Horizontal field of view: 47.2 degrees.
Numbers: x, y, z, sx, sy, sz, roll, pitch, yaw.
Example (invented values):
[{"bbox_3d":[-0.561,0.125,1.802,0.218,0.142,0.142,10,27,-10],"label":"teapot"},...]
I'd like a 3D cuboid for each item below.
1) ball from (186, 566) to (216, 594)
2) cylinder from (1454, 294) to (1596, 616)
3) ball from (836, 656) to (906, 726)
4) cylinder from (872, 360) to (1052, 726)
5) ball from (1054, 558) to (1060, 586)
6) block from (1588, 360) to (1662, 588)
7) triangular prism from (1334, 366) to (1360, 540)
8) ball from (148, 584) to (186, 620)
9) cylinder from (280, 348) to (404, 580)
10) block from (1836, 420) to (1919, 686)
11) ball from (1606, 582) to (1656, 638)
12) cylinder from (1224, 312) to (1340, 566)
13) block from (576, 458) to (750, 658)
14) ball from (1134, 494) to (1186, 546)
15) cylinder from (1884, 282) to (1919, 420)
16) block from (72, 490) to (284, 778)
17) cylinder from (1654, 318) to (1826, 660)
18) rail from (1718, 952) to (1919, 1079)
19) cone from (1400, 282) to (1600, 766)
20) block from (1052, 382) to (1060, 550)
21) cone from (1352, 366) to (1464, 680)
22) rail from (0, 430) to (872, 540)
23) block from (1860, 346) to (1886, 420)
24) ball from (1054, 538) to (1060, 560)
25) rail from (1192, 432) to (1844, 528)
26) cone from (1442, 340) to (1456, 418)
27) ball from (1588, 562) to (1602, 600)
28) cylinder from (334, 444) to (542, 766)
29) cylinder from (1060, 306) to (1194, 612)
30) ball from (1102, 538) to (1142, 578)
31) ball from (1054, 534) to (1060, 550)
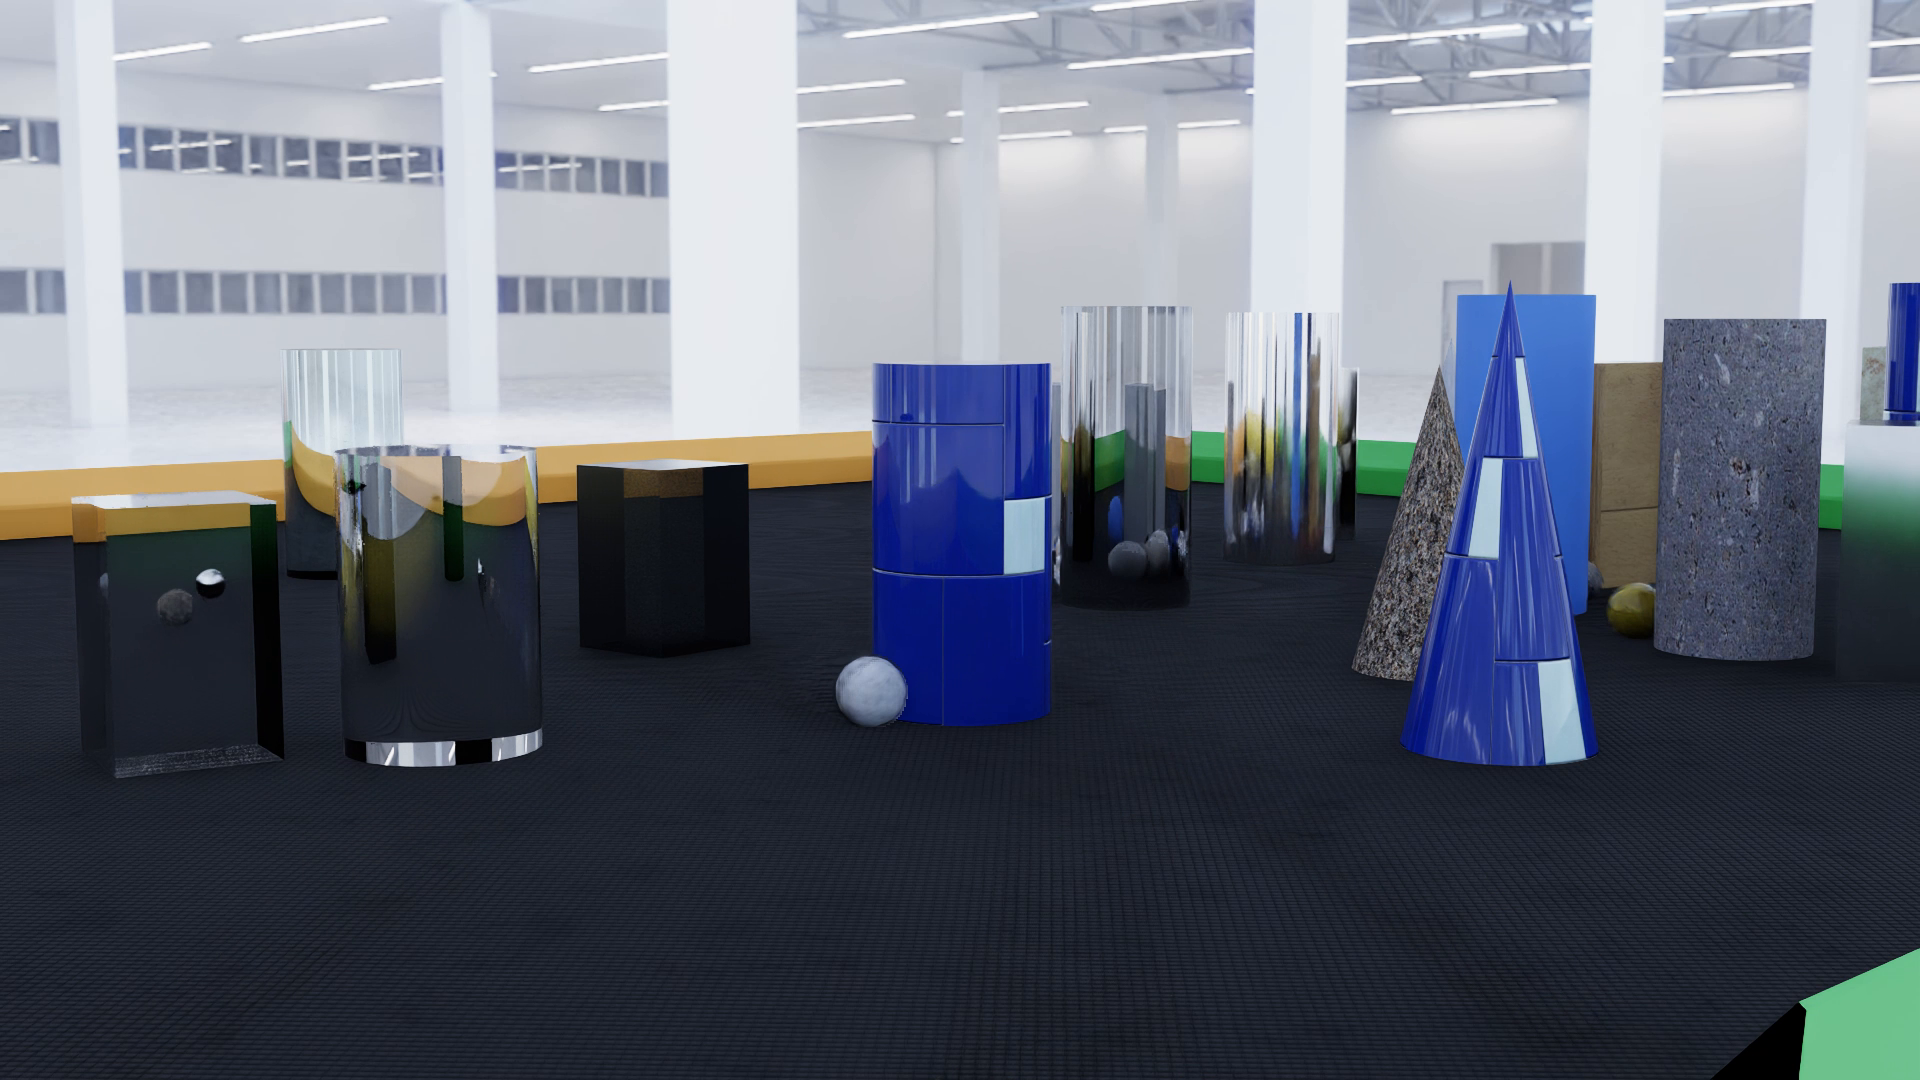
[{"bbox_3d":[-1.200,0.062,3.474,0.046,0.046,0.046,0,6,0],"label":"ball"},{"bbox_3d":[0.839,-0.130,3.283,0.200,0.468,0.200,0,6,0],"label":"cylinder"},{"bbox_3d":[-0.096,0.163,2.365,0.076,0.076,0.076,0,6,0],"label":"ball"},{"bbox_3d":[0.002,-0.003,2.447,0.200,0.388,0.200,0,6,0],"label":"cylinder"},{"bbox_3d":[0.182,0.050,3.490,0.068,0.068,0.068,0,6,0],"label":"ball"},{"bbox_3d":[1.048,-0.113,3.626,0.160,0.362,0.160,-4,7,-34],"label":"block"},{"bbox_3d":[0.686,-0.175,4.349,0.173,0.336,0.150,0,6,0],"label":"triangular prism"},{"bbox_3d":[-1.145,0.090,3.174,0.052,0.052,0.052,0,6,0],"label":"ball"},{"bbox_3d":[-1.045,-0.133,3.733,0.200,0.380,0.200,0,6,0],"label":"cylinder"},{"bbox_3d":[1.165,0.012,2.687,0.160,0.309,0.160,3,6,24],"label":"block"},{"bbox_3d":[0.922,0.096,3.001,0.077,0.077,0.077,0,6,0],"label":"ball"},{"bbox_3d":[0.574,-0.185,3.936,0.200,0.442,0.200,0,6,0],"label":"cylinder"},{"bbox_3d":[-0.394,0.020,2.927,0.160,0.243,0.160,5,8,39],"label":"block"},{"bbox_3d":[0.379,-0.038,4.178,0.100,0.100,0.100,0,6,0],"label":"ball"},{"bbox_3d":[1.422,-0.123,3.136,0.200,0.484,0.200,0,6,0],"label":"cylinder"},{"bbox_3d":[-0.783,0.088,2.199,0.160,0.259,0.160,-4,7,-32],"label":"block"},{"bbox_3d":[1.022,-0.072,2.887,0.200,0.434,0.200,0,6,0],"label":"cylinder"},{"bbox_3d":[1.326,0.183,1.902,4.249,0.130,0.045,-5,8,-42],"label":"rail"},{"bbox_3d":[0.553,-0.025,2.236,0.200,0.477,0.200,0,6,0],"label":"cone"},{"bbox_3d":[0.215,-0.144,4.196,0.160,0.308,0.160,-3,7,-26],"label":"block"},{"bbox_3d":[0.590,-0.028,2.726,0.200,0.380,0.200,0,6,0],"label":"cone"},{"bbox_3d":[-1.326,-0.115,4.761,4.249,0.130,0.045,-5,8,-42],"label":"rail"},{"bbox_3d":[1.551,-0.118,3.555,0.160,0.387,0.160,4,7,32],"label":"block"},{"bbox_3d":[0.202,0.018,3.718,0.083,0.083,0.083,0,6,0],"label":"ball"},{"bbox_3d":[1.544,-0.114,4.749,0.045,0.130,3.958,-5,8,-42],"label":"rail"},{"bbox_3d":[0.888,-0.169,3.992,0.200,0.399,0.200,0,6,0],"label":"cone"},{"bbox_3d":[0.957,0.063,3.385,0.064,0.064,0.064,0,6,0],"label":"ball"},{"bbox_3d":[-0.530,0.060,2.241,0.200,0.305,0.200,0,6,0],"label":"cylinder"},{"bbox_3d":[0.253,-0.129,3.350,0.200,0.452,0.200,0,6,0],"label":"cylinder"},{"bbox_3d":[0.272,0.029,3.692,0.067,0.067,0.067,0,6,0],"label":"ball"},{"bbox_3d":[0.192,0.007,4.029,0.040,0.040,0.040,0,6,0],"label":"ball"}]
